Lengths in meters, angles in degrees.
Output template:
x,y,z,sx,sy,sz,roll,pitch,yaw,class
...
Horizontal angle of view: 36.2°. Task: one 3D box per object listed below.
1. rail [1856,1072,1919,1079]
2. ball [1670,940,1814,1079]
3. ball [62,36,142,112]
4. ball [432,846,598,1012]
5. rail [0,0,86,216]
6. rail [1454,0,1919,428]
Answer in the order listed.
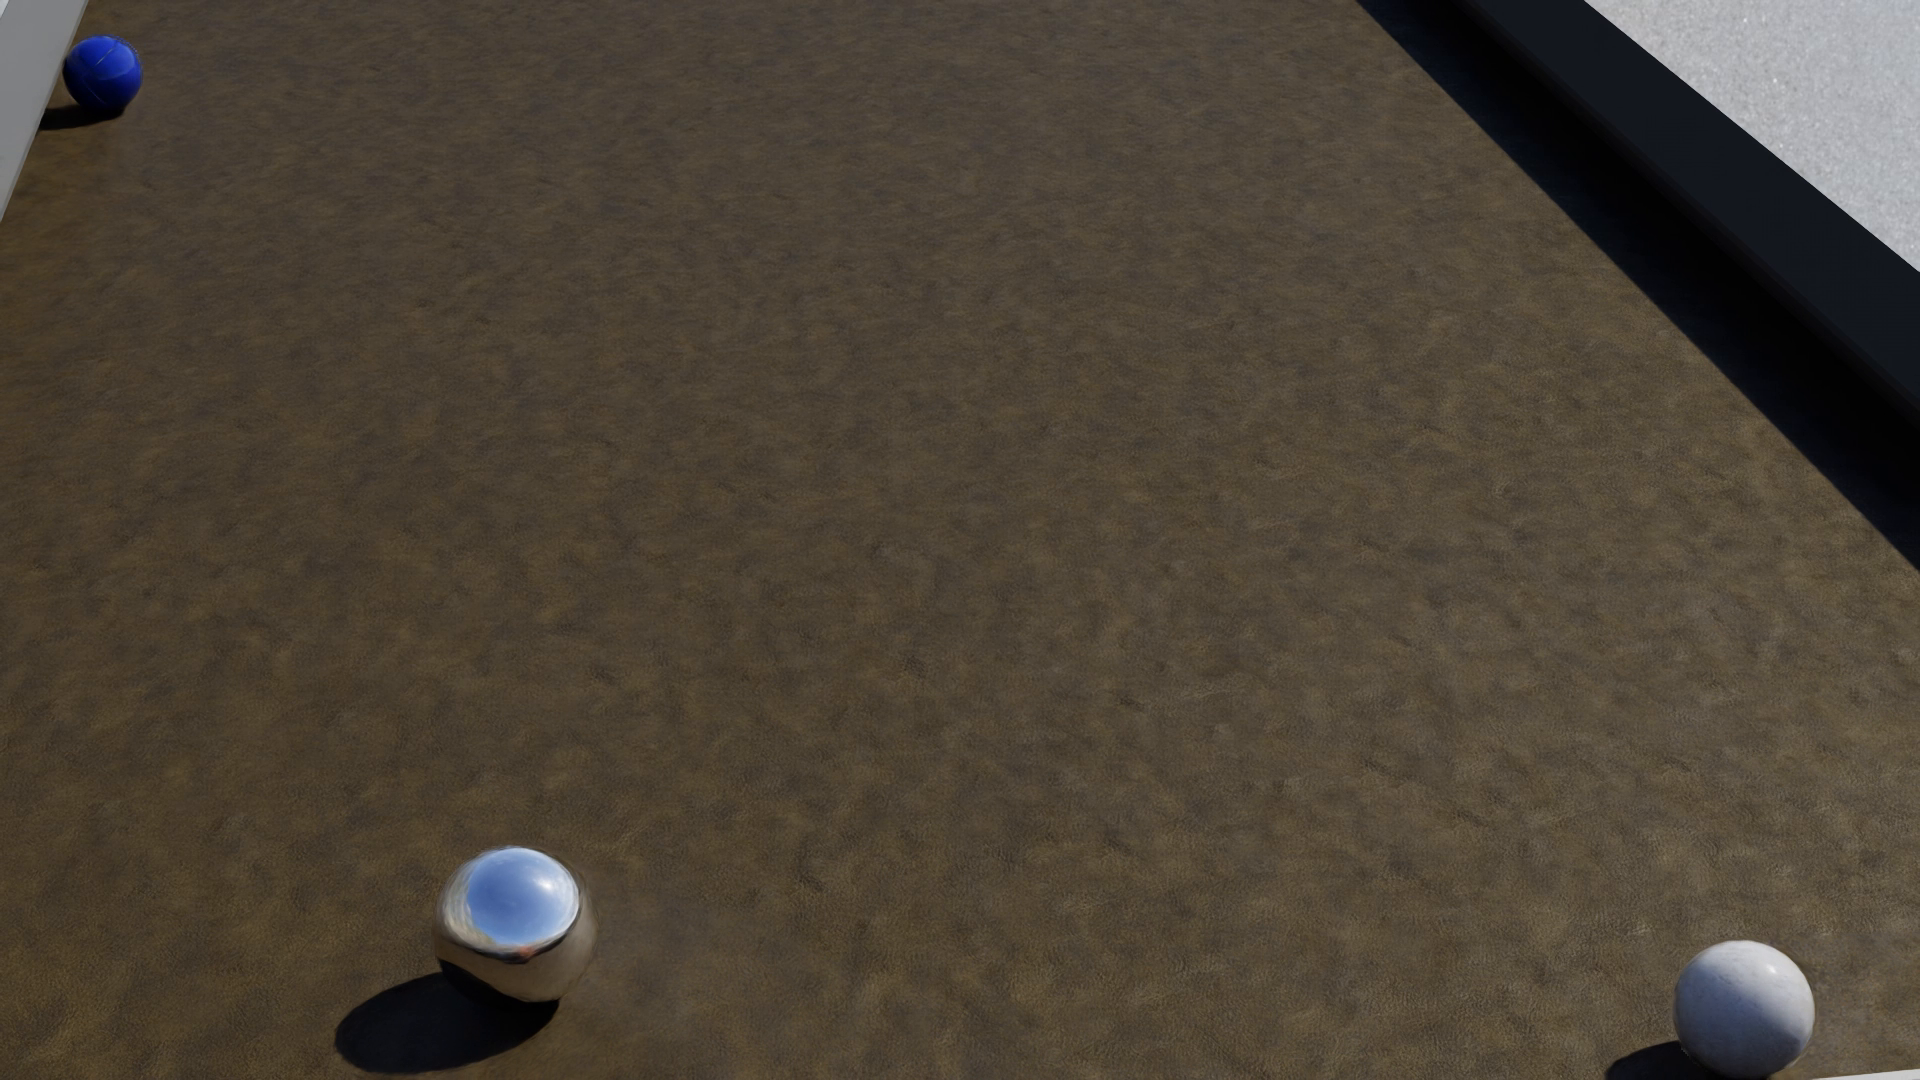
x,y,z,sx,sy,sz,roll,pitch,yaw,class
0.108,0.292,1.282,1.473,0.109,0.045,-4,27,-8,rail
0.386,0.232,1.451,0.069,0.069,0.069,0,26,0,ball
-0.821,-0.445,2.814,0.072,0.072,0.072,0,26,0,ball
-0.227,0.198,1.501,0.084,0.084,0.084,0,26,0,ball
-0.816,-0.290,2.456,0.045,0.109,2.920,-4,27,-8,rail
0.593,-0.386,2.651,0.045,0.109,2.920,-4,27,-8,rail
